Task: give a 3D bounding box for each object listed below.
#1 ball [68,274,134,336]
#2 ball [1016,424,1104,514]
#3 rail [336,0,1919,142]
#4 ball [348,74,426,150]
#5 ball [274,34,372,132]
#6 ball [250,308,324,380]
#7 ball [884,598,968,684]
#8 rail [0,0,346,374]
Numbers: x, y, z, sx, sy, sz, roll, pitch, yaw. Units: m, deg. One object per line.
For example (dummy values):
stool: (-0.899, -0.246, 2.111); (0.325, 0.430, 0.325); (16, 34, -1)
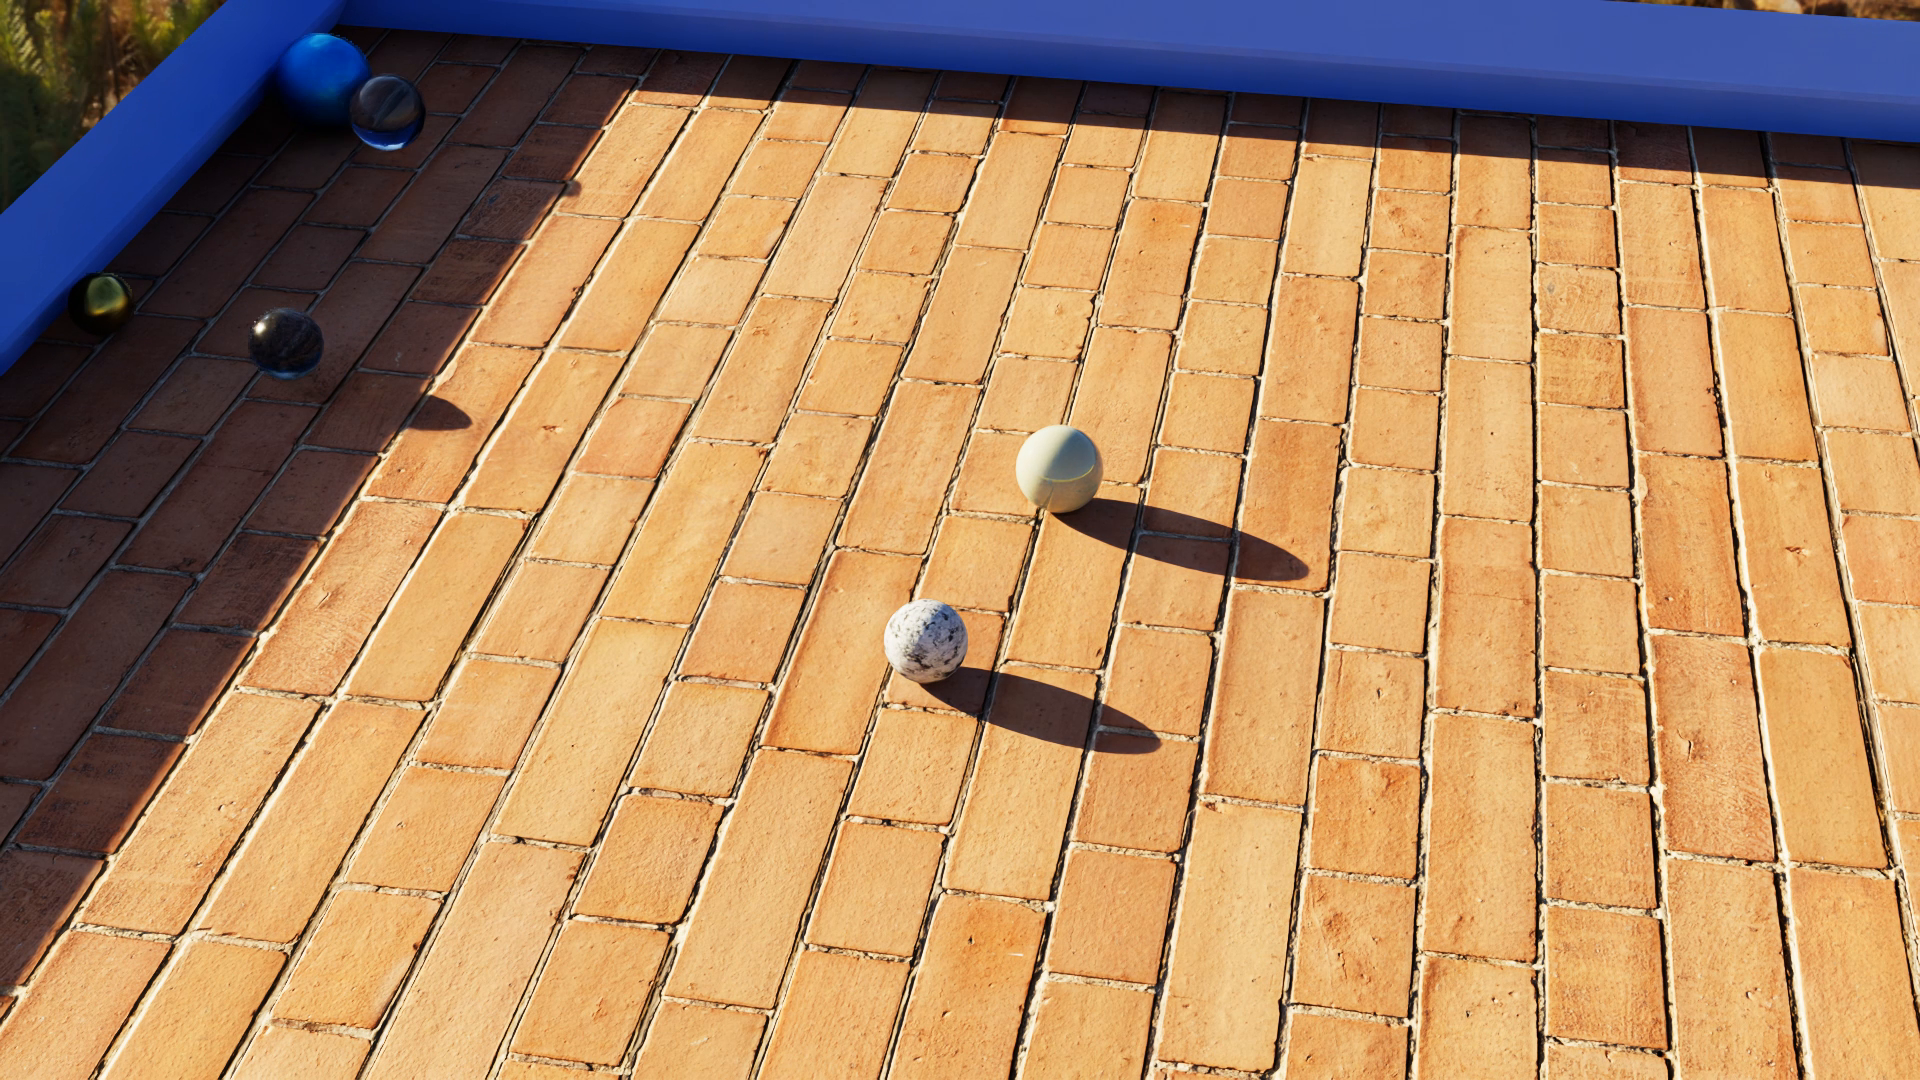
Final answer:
ball: (-0.751, -0.206, 2.244); (0.054, 0.054, 0.054); (0, 34, 0)
ball: (0.078, -0.056, 2.011); (0.069, 0.069, 0.069); (0, 34, 0)
rail: (1.006, -0.434, 2.511); (3.449, 0.125, 0.045); (6, 35, 8)
ball: (-0.567, -0.423, 2.542); (0.075, 0.075, 0.075); (0, 34, 0)
ball: (-0.639, -0.458, 2.574); (0.096, 0.096, 0.096); (0, 34, 0)
ball: (-0.572, -0.166, 2.180); (0.061, 0.061, 0.061); (0, 34, 0)
ball: (-0.024, 0.072, 1.833); (0.060, 0.060, 0.060); (0, 34, 0)
rail: (-0.825, -0.109, 2.038); (0.045, 0.125, 1.828); (6, 35, 8)
